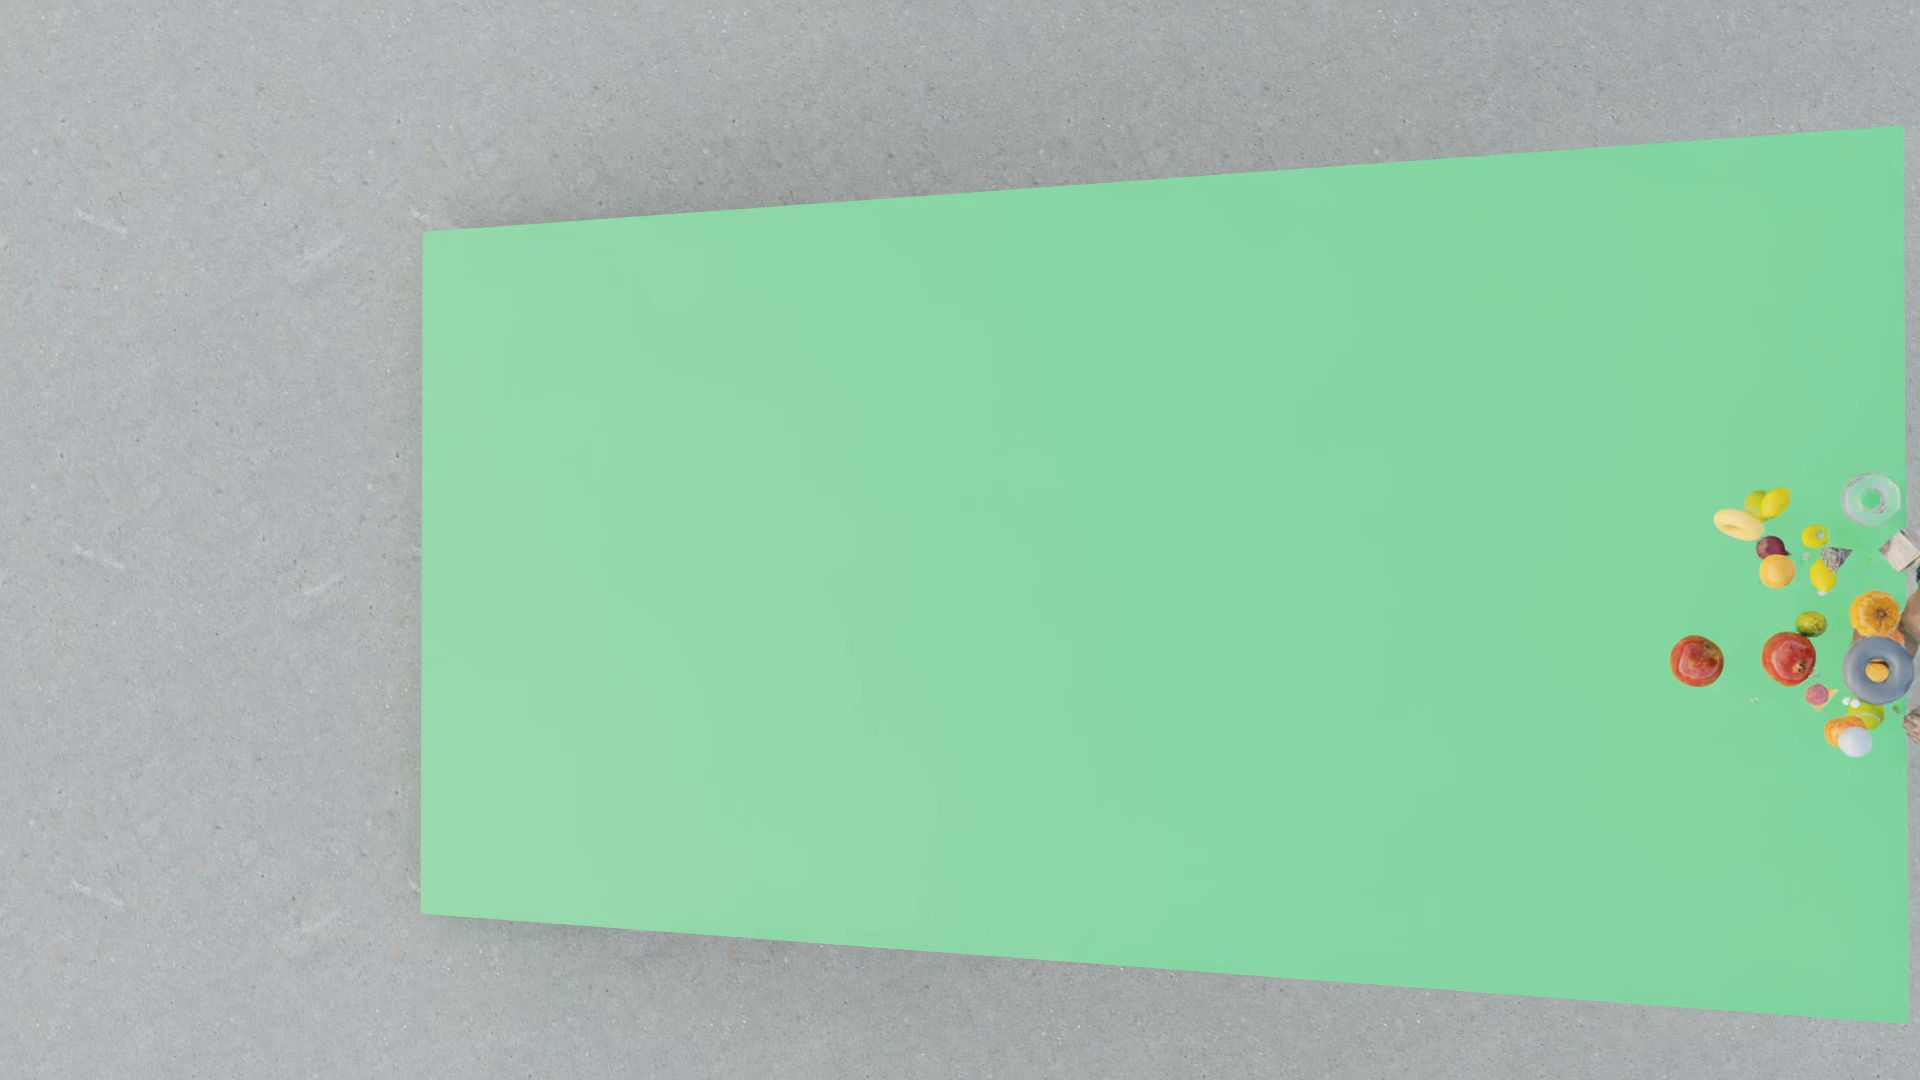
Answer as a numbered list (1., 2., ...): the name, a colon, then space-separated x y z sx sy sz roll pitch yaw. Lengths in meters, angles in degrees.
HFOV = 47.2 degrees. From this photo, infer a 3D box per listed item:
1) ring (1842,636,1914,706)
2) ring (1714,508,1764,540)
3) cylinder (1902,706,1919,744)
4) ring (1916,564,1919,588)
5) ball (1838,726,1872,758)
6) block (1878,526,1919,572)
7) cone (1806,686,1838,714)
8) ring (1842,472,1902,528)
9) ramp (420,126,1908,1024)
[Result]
1. ring: 1.666 0.237 3.991 0.126 0.042 0.126 -1 85 7
2. ring: 1.595 -0.032 4.505 0.101 0.101 0.034 26 79 0
3. cylinder: 1.892 0.353 4.286 0.073 0.073 0.073 -30 89 -16
4. ring: 2.087 0.075 4.673 0.039 0.116 0.116 14 89 -32
5. ball: 1.713 0.386 4.206 0.060 0.060 0.060 0 89 0
6. block: 1.819 0.017 4.233 0.057 0.057 0.057 54 131 20
7. cone: 1.875 0.335 4.764 0.063 0.063 0.063 -24 89 17
8. ring: 1.696 -0.076 4.094 0.104 0.035 0.104 -3 84 27
9. ramp: 0.283 0.085 5.720 4.000 0.100 2.000 0 89 23
